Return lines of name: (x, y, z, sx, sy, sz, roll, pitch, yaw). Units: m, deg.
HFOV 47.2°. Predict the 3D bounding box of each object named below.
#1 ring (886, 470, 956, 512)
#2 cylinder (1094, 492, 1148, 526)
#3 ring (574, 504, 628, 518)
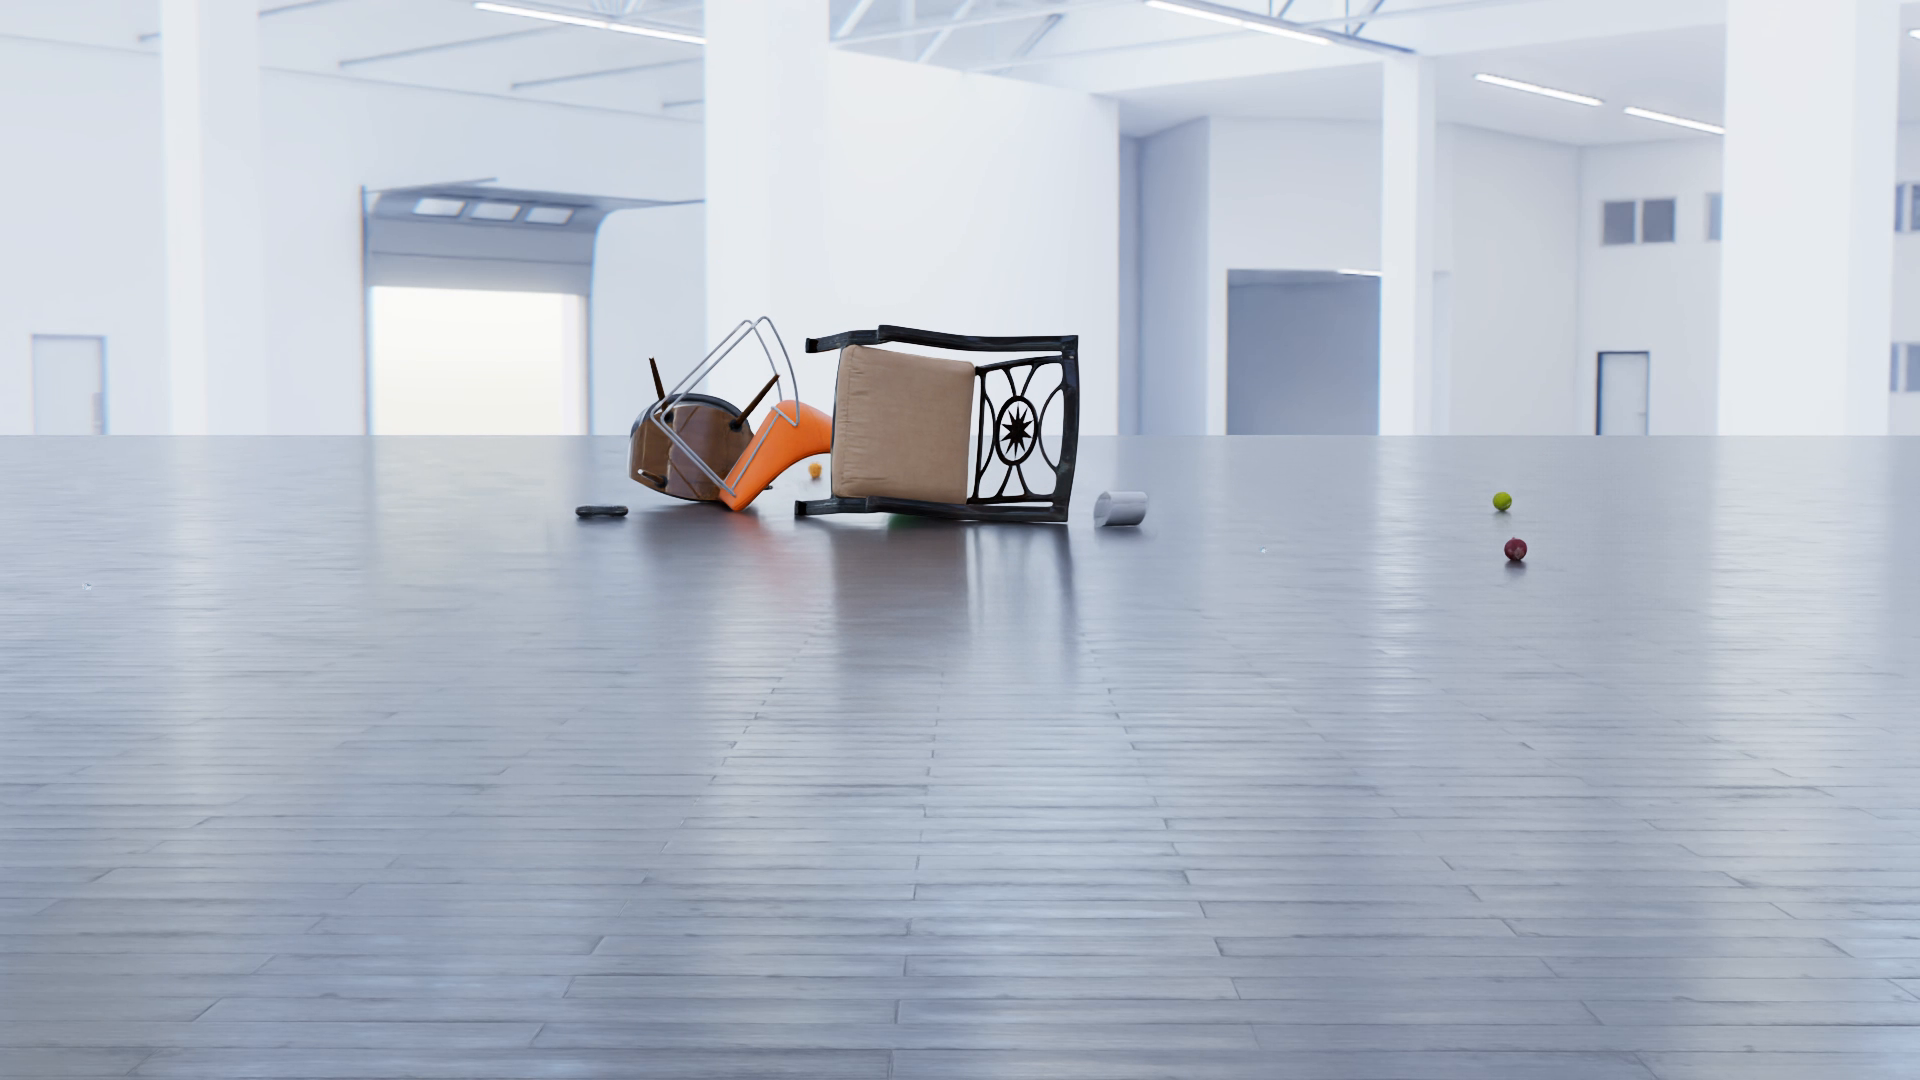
ring: (-0.142, -0.179, 8.106, 0.268, 0.128, 0.191, -9, -4, 16)
cylinder: (0.523, -0.101, 7.172, 0.130, 0.097, 0.145, -2, -32, -23)
ring: (-1.262, -0.103, 7.747, 0.187, 0.043, 0.190, -2, 4, -31)
